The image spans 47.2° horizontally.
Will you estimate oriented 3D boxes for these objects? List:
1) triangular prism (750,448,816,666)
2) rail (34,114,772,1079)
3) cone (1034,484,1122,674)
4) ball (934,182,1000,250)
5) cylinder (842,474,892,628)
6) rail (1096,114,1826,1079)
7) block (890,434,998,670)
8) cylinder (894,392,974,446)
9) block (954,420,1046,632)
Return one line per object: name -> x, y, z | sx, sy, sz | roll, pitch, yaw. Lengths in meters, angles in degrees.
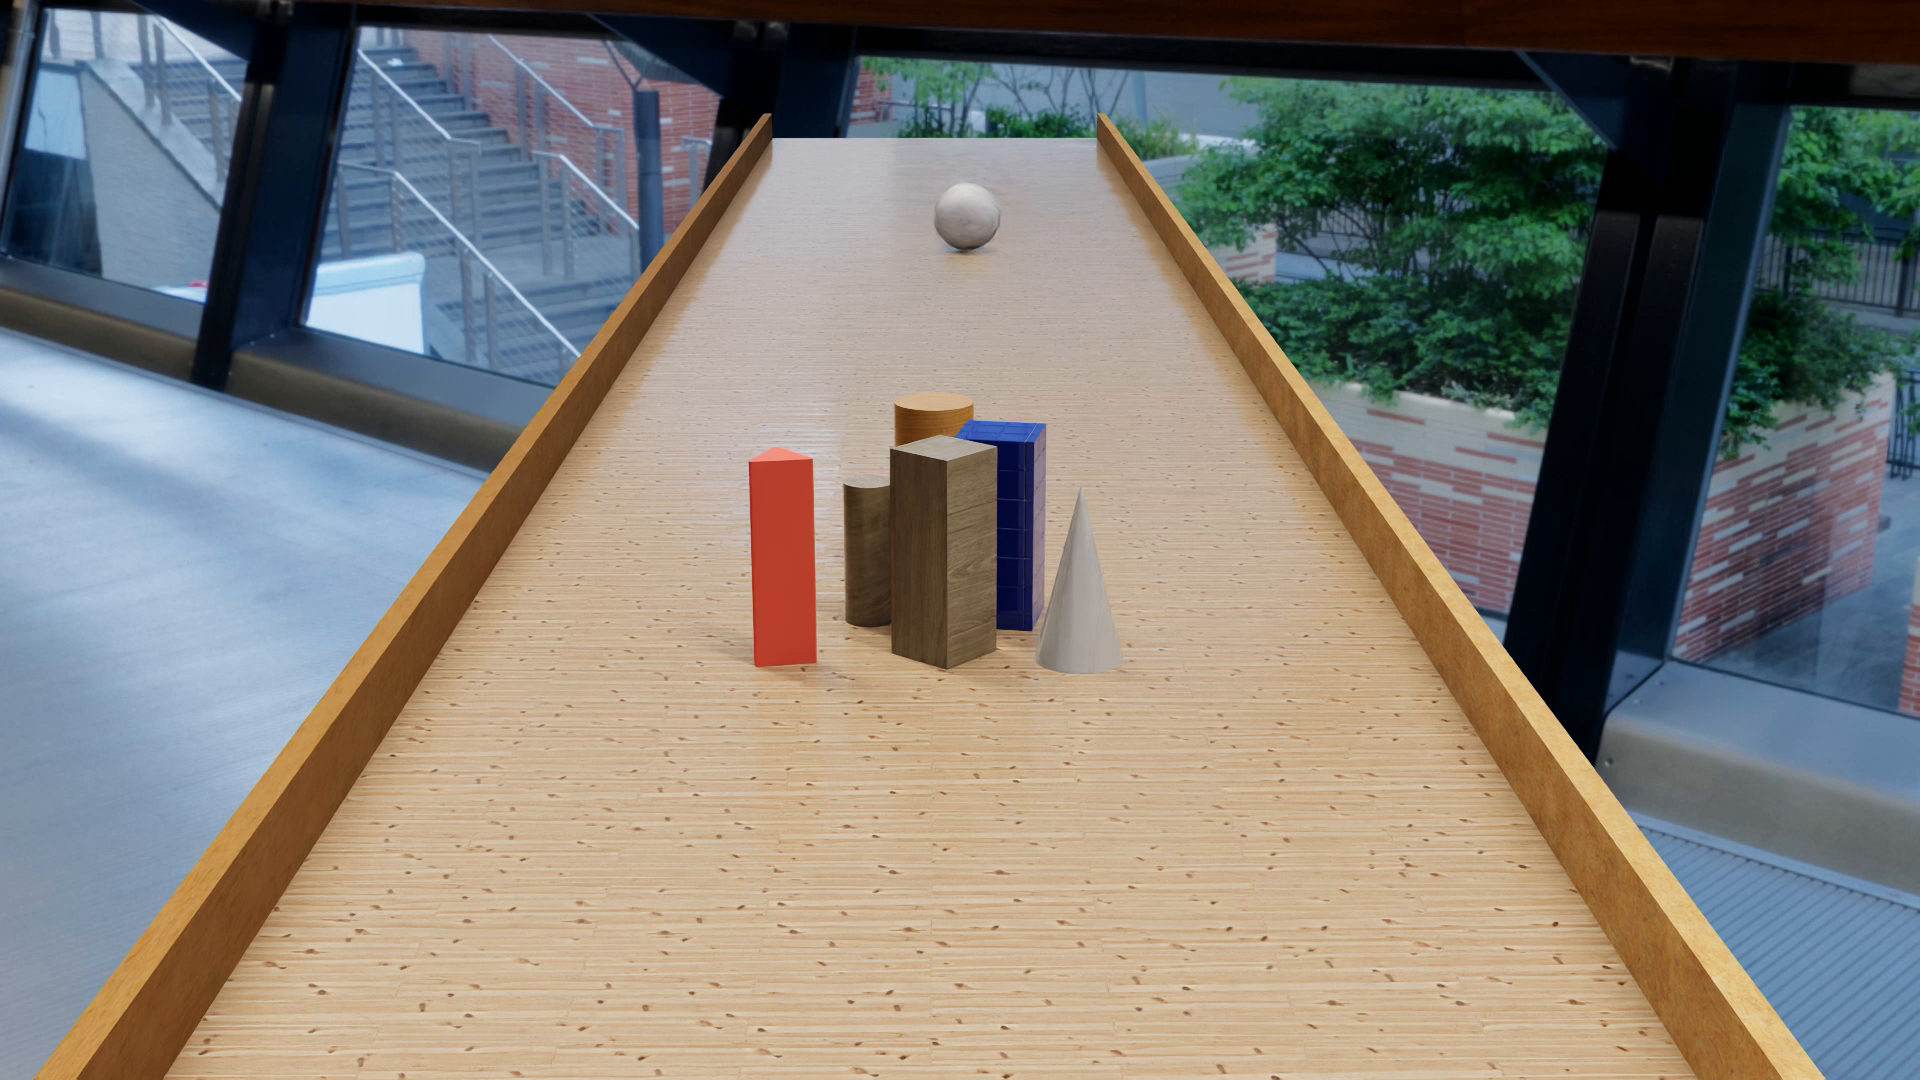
triangular prism -> -0.357, 0.032, 4.381 | 0.123, 0.421, 0.107 | -3, 17, -10
rail -> -1.118, -0.838, 7.780 | 0.050, 0.150, 12.000 | 0, 17, -1
cone -> 0.238, 0.064, 4.371 | 0.179, 0.365, 0.179 | 0, 17, 0
ball -> 0.030, -1.377, 9.358 | 0.284, 0.284, 0.284 | 0, 17, 0
cylinder -> -0.190, 0.023, 4.620 | 0.108, 0.303, 0.108 | 0, 17, 0
rail -> 0.932, -0.844, 7.801 | 0.050, 0.150, 12.000 | 0, 17, -1
block -> -0.032, 0.022, 4.401 | 0.150, 0.428, 0.150 | 14, 21, 39
cylinder -> -0.057, -0.110, 4.885 | 0.176, 0.405, 0.176 | 0, 17, 0
block -> 0.084, -0.031, 4.621 | 0.167, 0.406, 0.167 | 3, 17, 10
